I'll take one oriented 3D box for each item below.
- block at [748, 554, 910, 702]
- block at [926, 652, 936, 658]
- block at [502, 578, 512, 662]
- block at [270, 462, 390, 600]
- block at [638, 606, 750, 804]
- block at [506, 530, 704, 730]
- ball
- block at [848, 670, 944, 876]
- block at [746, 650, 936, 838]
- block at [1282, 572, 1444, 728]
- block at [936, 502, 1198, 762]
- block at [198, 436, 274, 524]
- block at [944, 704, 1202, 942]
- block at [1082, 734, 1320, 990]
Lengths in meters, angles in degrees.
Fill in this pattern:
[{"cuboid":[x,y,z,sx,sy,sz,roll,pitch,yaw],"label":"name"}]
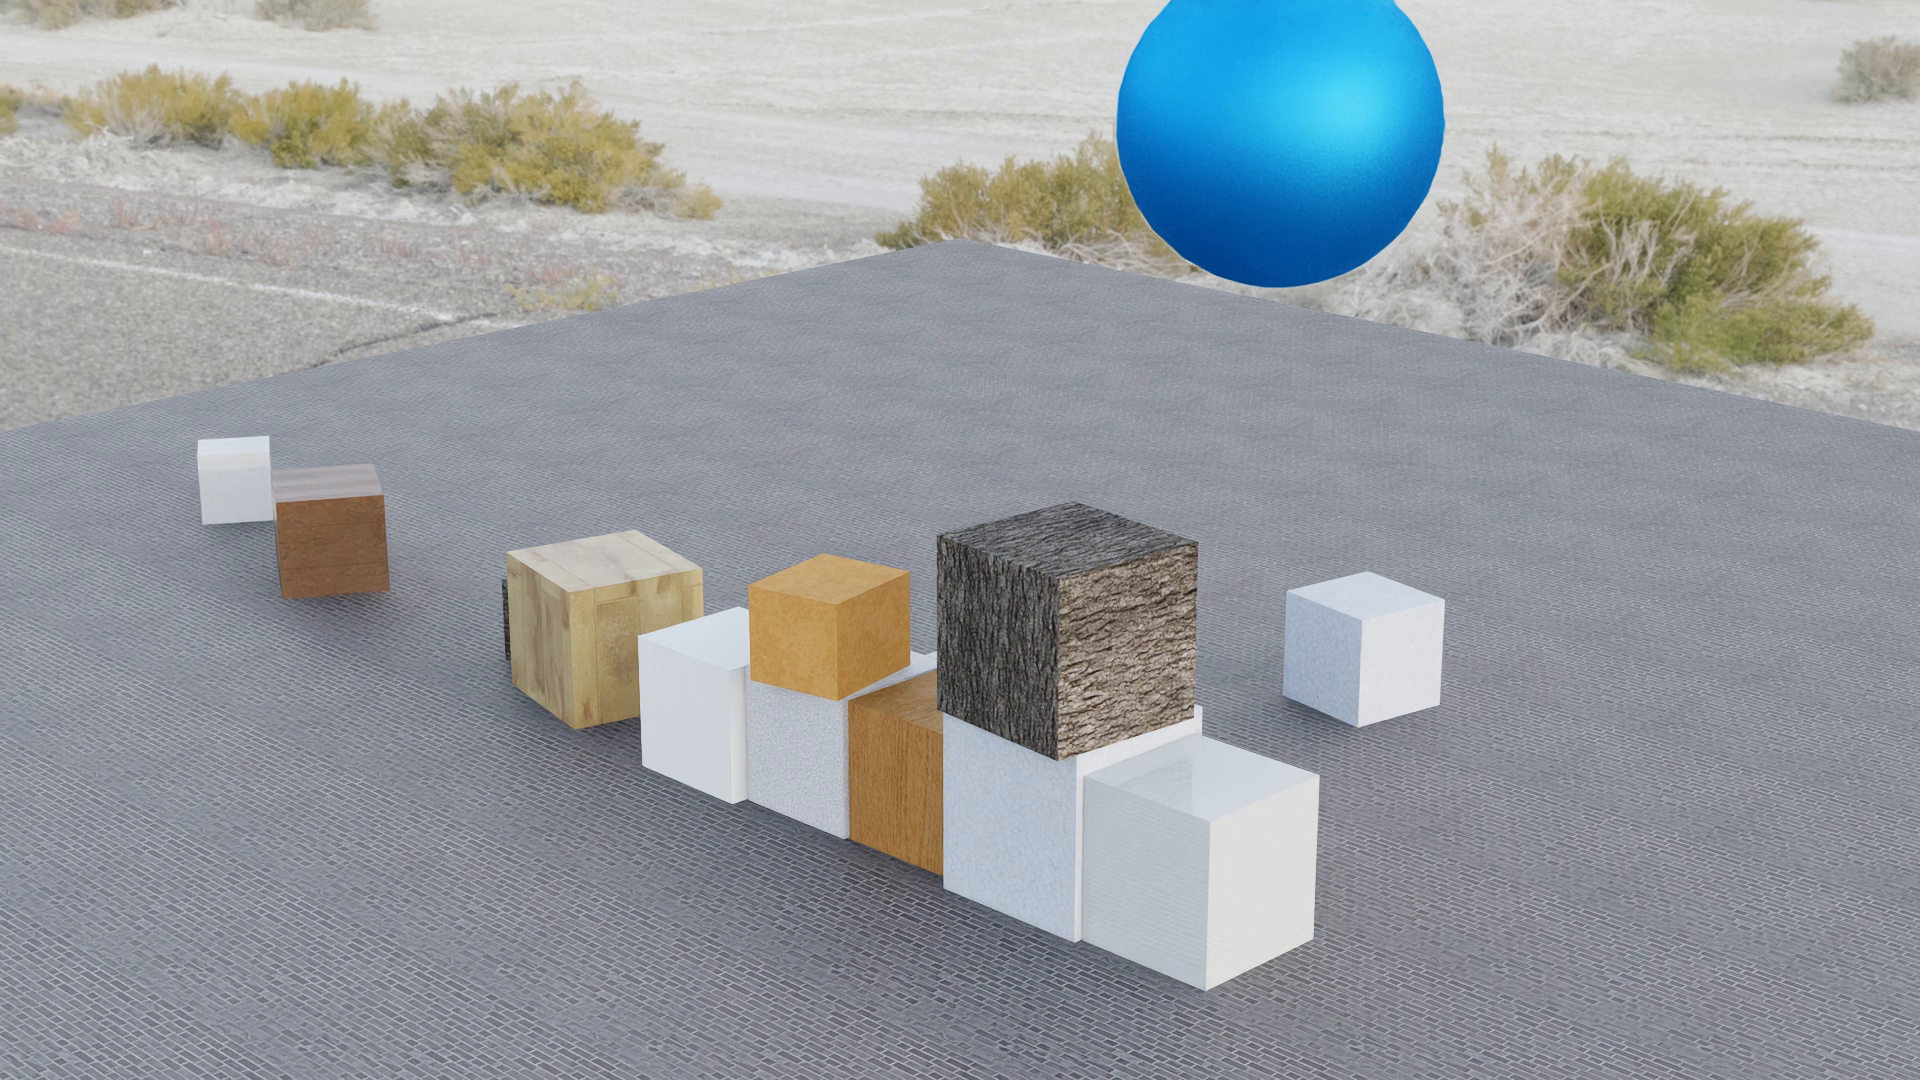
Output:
[{"cuboid":[-0.615,0.407,13.919,0.511,0.473,0.594,11,21,32],"label":"block"},{"cuboid":[0.279,0.867,14.533,0.636,0.631,0.638,17,24,42],"label":"block"},{"cuboid":[-2.223,0.411,16.260,0.414,0.467,0.461,9,20,27],"label":"block"},{"cuboid":[-3.779,-0.063,17.560,0.621,0.590,0.716,-5,18,-15],"label":"block"},{"cuboid":[-1.118,0.812,14.610,0.652,0.690,0.700,-16,24,-42],"label":"block"},{"cuboid":[-1.887,0.464,15.618,0.762,0.750,0.805,-11,20,-30],"label":"block"},{"cuboid":[1.562,-2.035,14.340,1.600,1.600,1.600,0,17,0],"label":"ball"},{"cuboid":[-0.036,1.083,13.737,0.709,0.697,0.658,16,24,42],"label":"block"},{"cuboid":[-0.544,0.932,14.209,0.682,0.703,0.698,17,24,42],"label":"block"},{"cuboid":[2.137,0.572,15.545,0.582,0.588,0.590,-12,21,-33],"label":"block"},{"cuboid":[0.465,0.381,12.848,0.803,0.813,0.806,-14,22,-38],"label":"block"},{"cuboid":[-4.645,-0.386,18.815,0.443,0.454,0.385,-4,18,-12],"label":"block"},{"cuboid":[0.503,1.161,13.186,0.822,0.878,0.811,-17,24,-42],"label":"block"},{"cuboid":[1.038,1.377,12.681,0.722,0.769,0.705,-17,24,-42],"label":"block"}]
